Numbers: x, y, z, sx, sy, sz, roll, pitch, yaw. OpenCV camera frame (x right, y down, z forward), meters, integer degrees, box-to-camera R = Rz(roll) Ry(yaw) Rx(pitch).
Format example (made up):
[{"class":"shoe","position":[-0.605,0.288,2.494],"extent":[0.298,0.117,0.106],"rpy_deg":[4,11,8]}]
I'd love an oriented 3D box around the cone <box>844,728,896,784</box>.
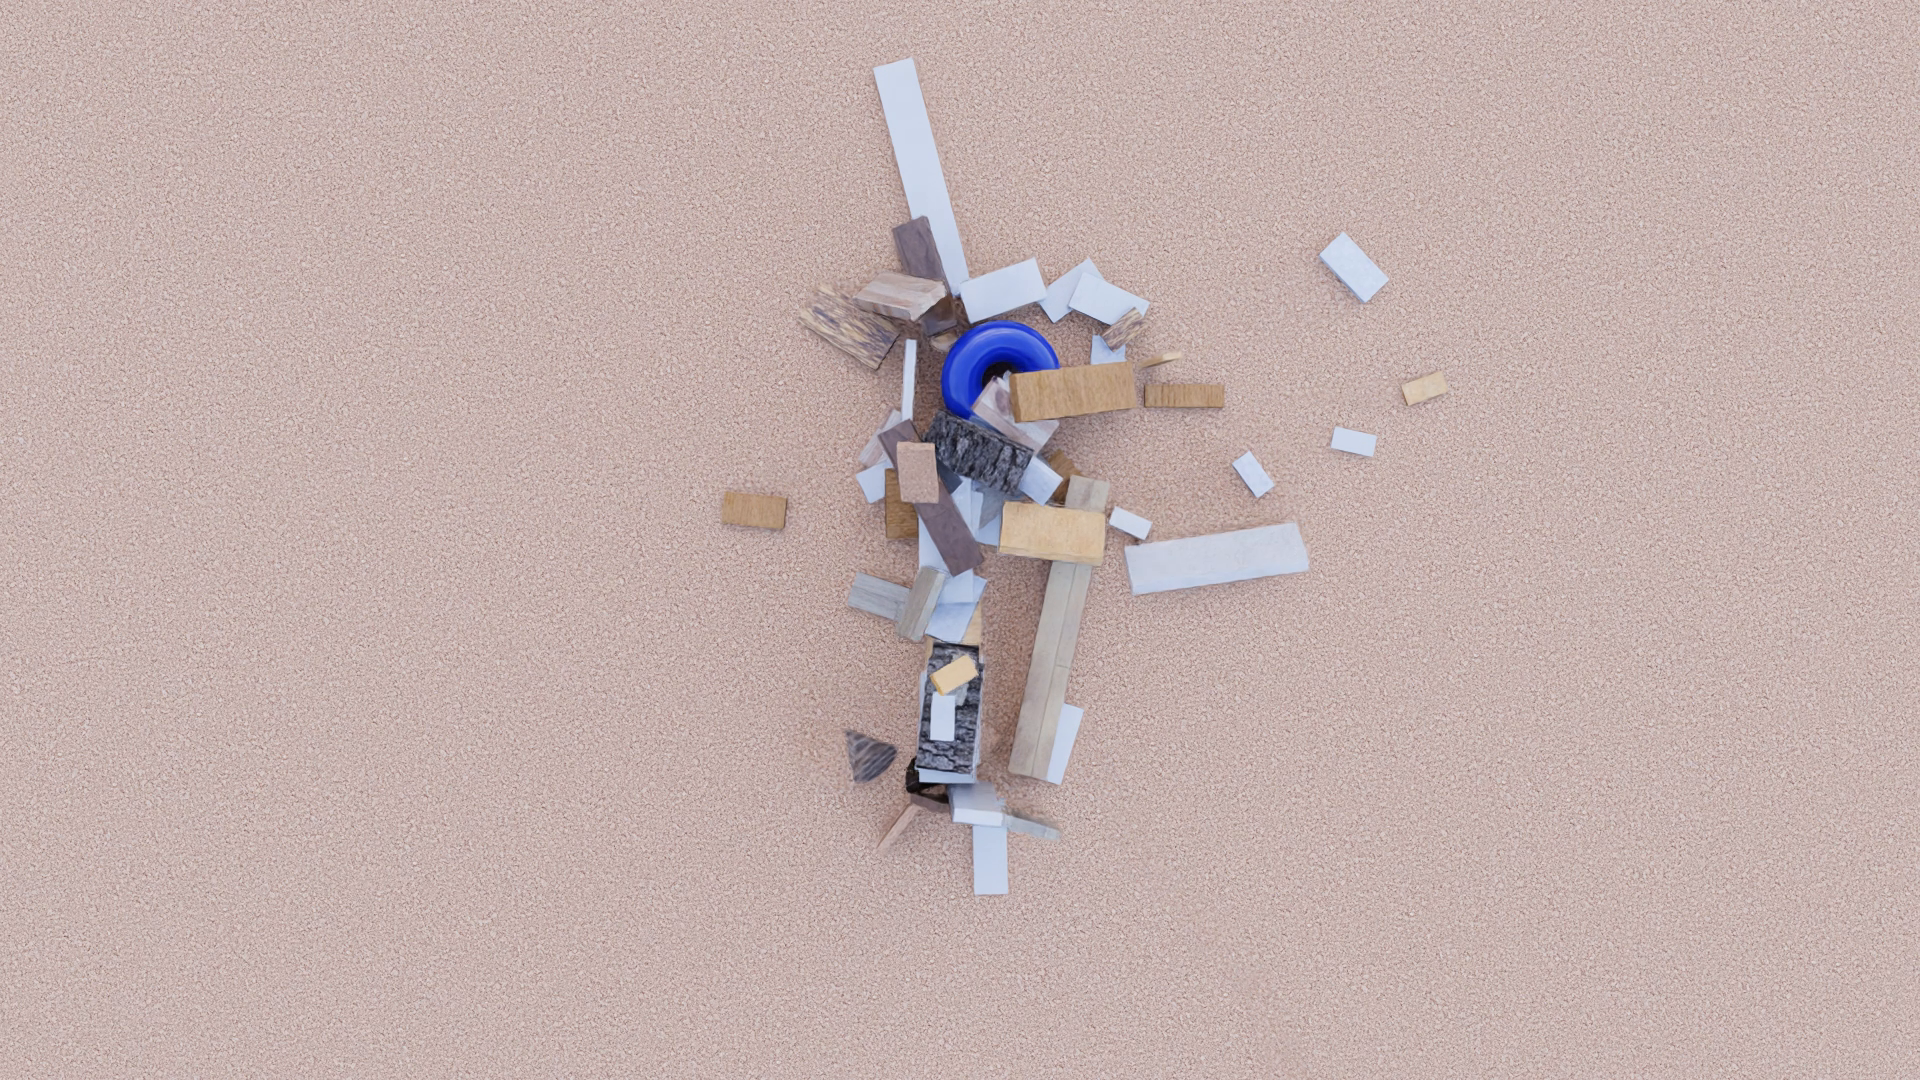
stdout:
[{"class":"cone","position":[-0.332,0.685,5.461],"extent":[0.172,0.172,0.172],"rpy_deg":[-43,63,0]}]

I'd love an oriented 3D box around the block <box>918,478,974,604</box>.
[{"class":"block","position":[-0.046,0.002,5.371],"extent":[0.171,0.049,0.404],"rpy_deg":[-2,90,5]}]

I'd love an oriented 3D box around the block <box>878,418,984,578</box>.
[{"class":"block","position":[-0.092,-0.134,5.292],"extent":[0.116,0.033,0.518],"rpy_deg":[-27,96,10]}]

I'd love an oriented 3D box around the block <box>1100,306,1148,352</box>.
[{"class":"block","position":[0.542,-0.695,5.449],"extent":[0.148,0.021,0.074],"rpy_deg":[-39,100,1]}]

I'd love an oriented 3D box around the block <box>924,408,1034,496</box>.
[{"class":"block","position":[0.051,-0.280,5.305],"extent":[0.335,0.047,0.167],"rpy_deg":[23,124,-2]}]

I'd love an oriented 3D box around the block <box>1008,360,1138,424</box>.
[{"class":"block","position":[0.369,-0.482,5.346],"extent":[0.448,0.044,0.155],"rpy_deg":[-9,94,-28]}]

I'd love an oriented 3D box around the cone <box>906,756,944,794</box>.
[{"class":"cone","position":[-0.095,0.790,5.472],"extent":[0.127,0.127,0.127],"rpy_deg":[17,90,-27]}]

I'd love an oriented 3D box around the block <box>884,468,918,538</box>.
[{"class":"block","position":[-0.188,-0.122,5.453],"extent":[0.115,0.033,0.230],"rpy_deg":[-2,100,-13]}]

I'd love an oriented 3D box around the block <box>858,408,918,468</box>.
[{"class":"block","position":[-0.242,-0.326,5.485],"extent":[0.104,0.029,0.207],"rpy_deg":[33,90,0]}]

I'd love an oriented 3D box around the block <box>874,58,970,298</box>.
[{"class":"block","position":[-0.122,-1.193,5.481],"extent":[0.135,0.038,0.801],"rpy_deg":[-15,90,0]}]

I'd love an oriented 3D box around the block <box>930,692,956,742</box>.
[{"class":"block","position":[-0.051,0.543,5.066],"extent":[0.073,0.021,0.146],"rpy_deg":[4,100,4]}]

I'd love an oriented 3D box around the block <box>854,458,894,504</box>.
[{"class":"block","position":[-0.231,-0.214,5.460],"extent":[0.207,0.029,0.103],"rpy_deg":[-27,104,-7]}]

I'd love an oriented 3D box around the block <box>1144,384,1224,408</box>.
[{"class":"block","position":[0.747,-0.479,5.490],"extent":[0.265,0.021,0.074],"rpy_deg":[0,90,0]}]

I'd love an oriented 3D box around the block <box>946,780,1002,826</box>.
[{"class":"block","position":[0.043,0.829,5.252],"extent":[0.146,0.488,0.041],"rpy_deg":[7,93,-3]}]

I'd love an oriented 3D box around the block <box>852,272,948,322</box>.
[{"class":"block","position":[-0.197,-0.792,5.341],"extent":[0.155,0.310,0.044],"rpy_deg":[-41,126,-22]}]

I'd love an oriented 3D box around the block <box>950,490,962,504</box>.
[{"class":"block","position":[-0.071,-0.160,5.337],"extent":[0.146,0.021,0.073],"rpy_deg":[41,94,4]}]

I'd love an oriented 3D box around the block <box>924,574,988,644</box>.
[{"class":"block","position":[-0.012,0.220,5.408],"extent":[0.120,0.034,0.239],"rpy_deg":[22,80,11]}]

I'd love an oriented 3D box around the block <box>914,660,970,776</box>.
[{"class":"block","position":[-0.036,0.555,5.162],"extent":[0.171,0.049,0.343],"rpy_deg":[6,90,4]}]

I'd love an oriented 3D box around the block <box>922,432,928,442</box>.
[{"class":"block","position":[-0.085,-0.240,5.446],"extent":[0.112,0.032,0.223],"rpy_deg":[5,94,-39]}]

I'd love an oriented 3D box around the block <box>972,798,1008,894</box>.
[{"class":"block","position":[0.100,1.017,5.484],"extent":[0.111,0.031,0.315],"rpy_deg":[-1,90,0]}]

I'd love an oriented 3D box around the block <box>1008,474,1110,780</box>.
[{"class":"block","position":[0.325,0.286,5.446],"extent":[0.131,0.037,0.999],"rpy_deg":[12,90,0]}]

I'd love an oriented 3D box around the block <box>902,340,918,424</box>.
[{"class":"block","position":[-0.169,-0.435,5.400],"extent":[0.033,0.115,0.427],"rpy_deg":[3,78,0]}]

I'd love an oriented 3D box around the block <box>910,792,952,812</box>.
[{"class":"block","position":[-0.053,0.858,5.377],"extent":[0.111,0.222,0.031],"rpy_deg":[15,89,35]}]

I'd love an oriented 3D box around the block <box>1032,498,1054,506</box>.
[{"class":"block","position":[0.265,-0.076,5.491],"extent":[0.066,0.019,0.132],"rpy_deg":[13,90,0]}]

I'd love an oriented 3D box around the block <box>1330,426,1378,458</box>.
[{"class":"block","position":[1.309,-0.326,5.490],"extent":[0.142,0.020,0.071],"rpy_deg":[12,90,0]}]

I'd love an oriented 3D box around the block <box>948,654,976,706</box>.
[{"class":"block","position":[-0.006,0.431,5.078],"extent":[0.073,0.021,0.146],"rpy_deg":[17,91,4]}]

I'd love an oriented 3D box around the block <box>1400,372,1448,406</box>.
[{"class":"block","position":[1.545,-0.504,5.490],"extent":[0.142,0.020,0.071],"rpy_deg":[-20,90,0]}]

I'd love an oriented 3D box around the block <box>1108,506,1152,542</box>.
[{"class":"block","position":[0.564,-0.054,5.482],"extent":[0.132,0.019,0.066],"rpy_deg":[24,74,0]}]

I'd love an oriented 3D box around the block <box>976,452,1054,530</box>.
[{"class":"block","position":[0.132,-0.157,5.429],"extent":[0.367,0.032,0.112],"rpy_deg":[-38,91,7]}]

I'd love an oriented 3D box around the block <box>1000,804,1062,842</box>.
[{"class":"block","position":[0.190,0.917,5.402],"extent":[0.262,0.131,0.037],"rpy_deg":[20,92,-15]}]

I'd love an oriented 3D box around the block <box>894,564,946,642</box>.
[{"class":"block","position":[-0.126,0.203,5.292],"extent":[0.033,0.116,0.232],"rpy_deg":[23,89,-30]}]

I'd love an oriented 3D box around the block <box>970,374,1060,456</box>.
[{"class":"block","position":[0.178,-0.400,5.314],"extent":[0.269,0.038,0.135],"rpy_deg":[34,96,-24]}]

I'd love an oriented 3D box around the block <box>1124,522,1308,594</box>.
[{"class":"block","position":[0.840,0.060,5.427],"extent":[0.577,0.047,0.167],"rpy_deg":[-8,49,0]}]
